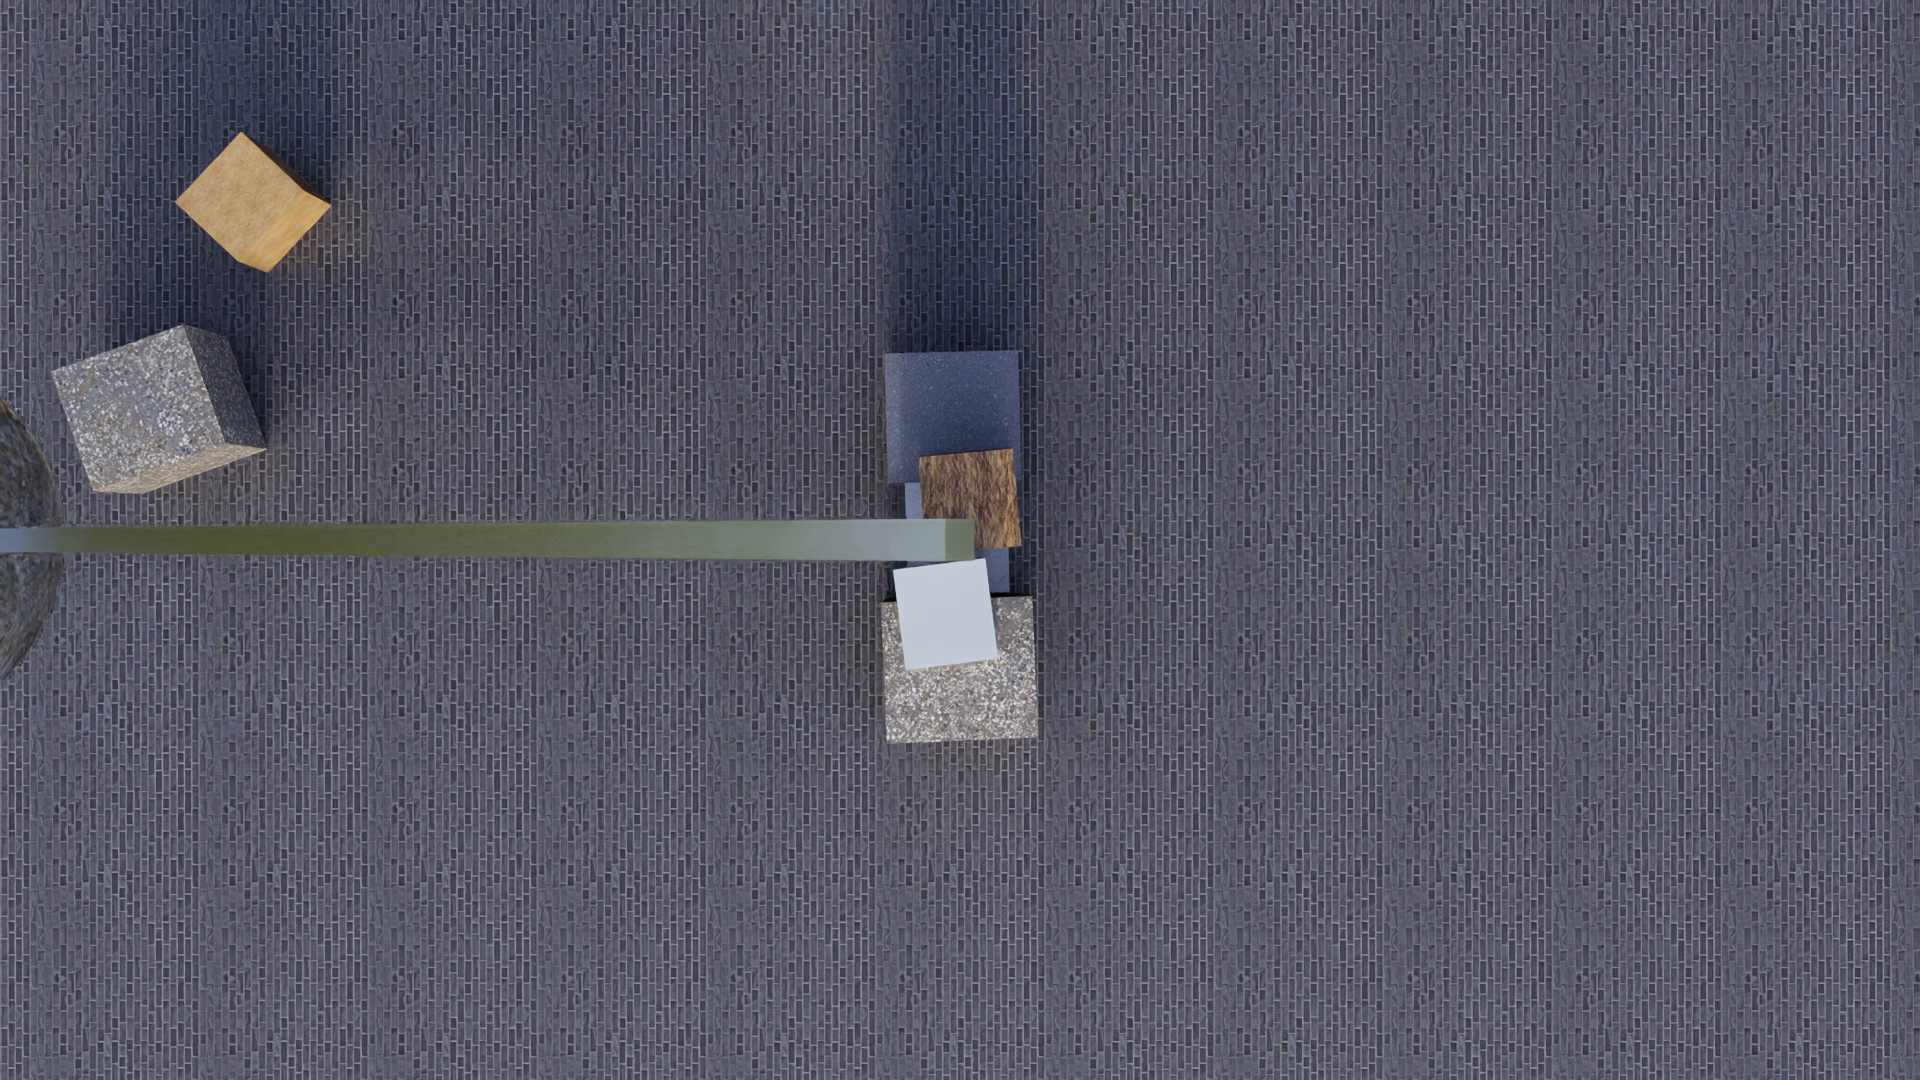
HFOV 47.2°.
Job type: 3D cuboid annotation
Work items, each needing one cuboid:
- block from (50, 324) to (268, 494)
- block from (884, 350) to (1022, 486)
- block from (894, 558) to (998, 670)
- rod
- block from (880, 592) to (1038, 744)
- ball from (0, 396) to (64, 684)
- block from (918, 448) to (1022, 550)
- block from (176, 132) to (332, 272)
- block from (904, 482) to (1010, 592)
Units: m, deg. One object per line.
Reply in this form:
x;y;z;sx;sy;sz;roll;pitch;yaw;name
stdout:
-4.583;-0.738;12.631;0.786;0.738;0.708;-20;90;0;block
-0.040;-0.693;12.673;0.750;0.655;0.728;-2;90;0;block
-0.075;0.388;11.827;0.487;0.600;0.530;-7;90;0;block
-1.853;0.000;5.998;5.200;0.080;0.080;0;90;45;rod
-0.003;0.716;12.564;0.835;0.873;0.780;-2;90;0;block
-4.277;0.000;8.382;1.600;1.600;1.600;0;90;0;ball
0.052;-0.221;12.095;0.515;0.512;0.526;-5;93;0;block
-4.081;-1.946;12.728;0.490;0.544;0.549;43;90;0;block
-0.015;-0.014;12.684;0.573;0.633;0.630;-2;90;0;block
